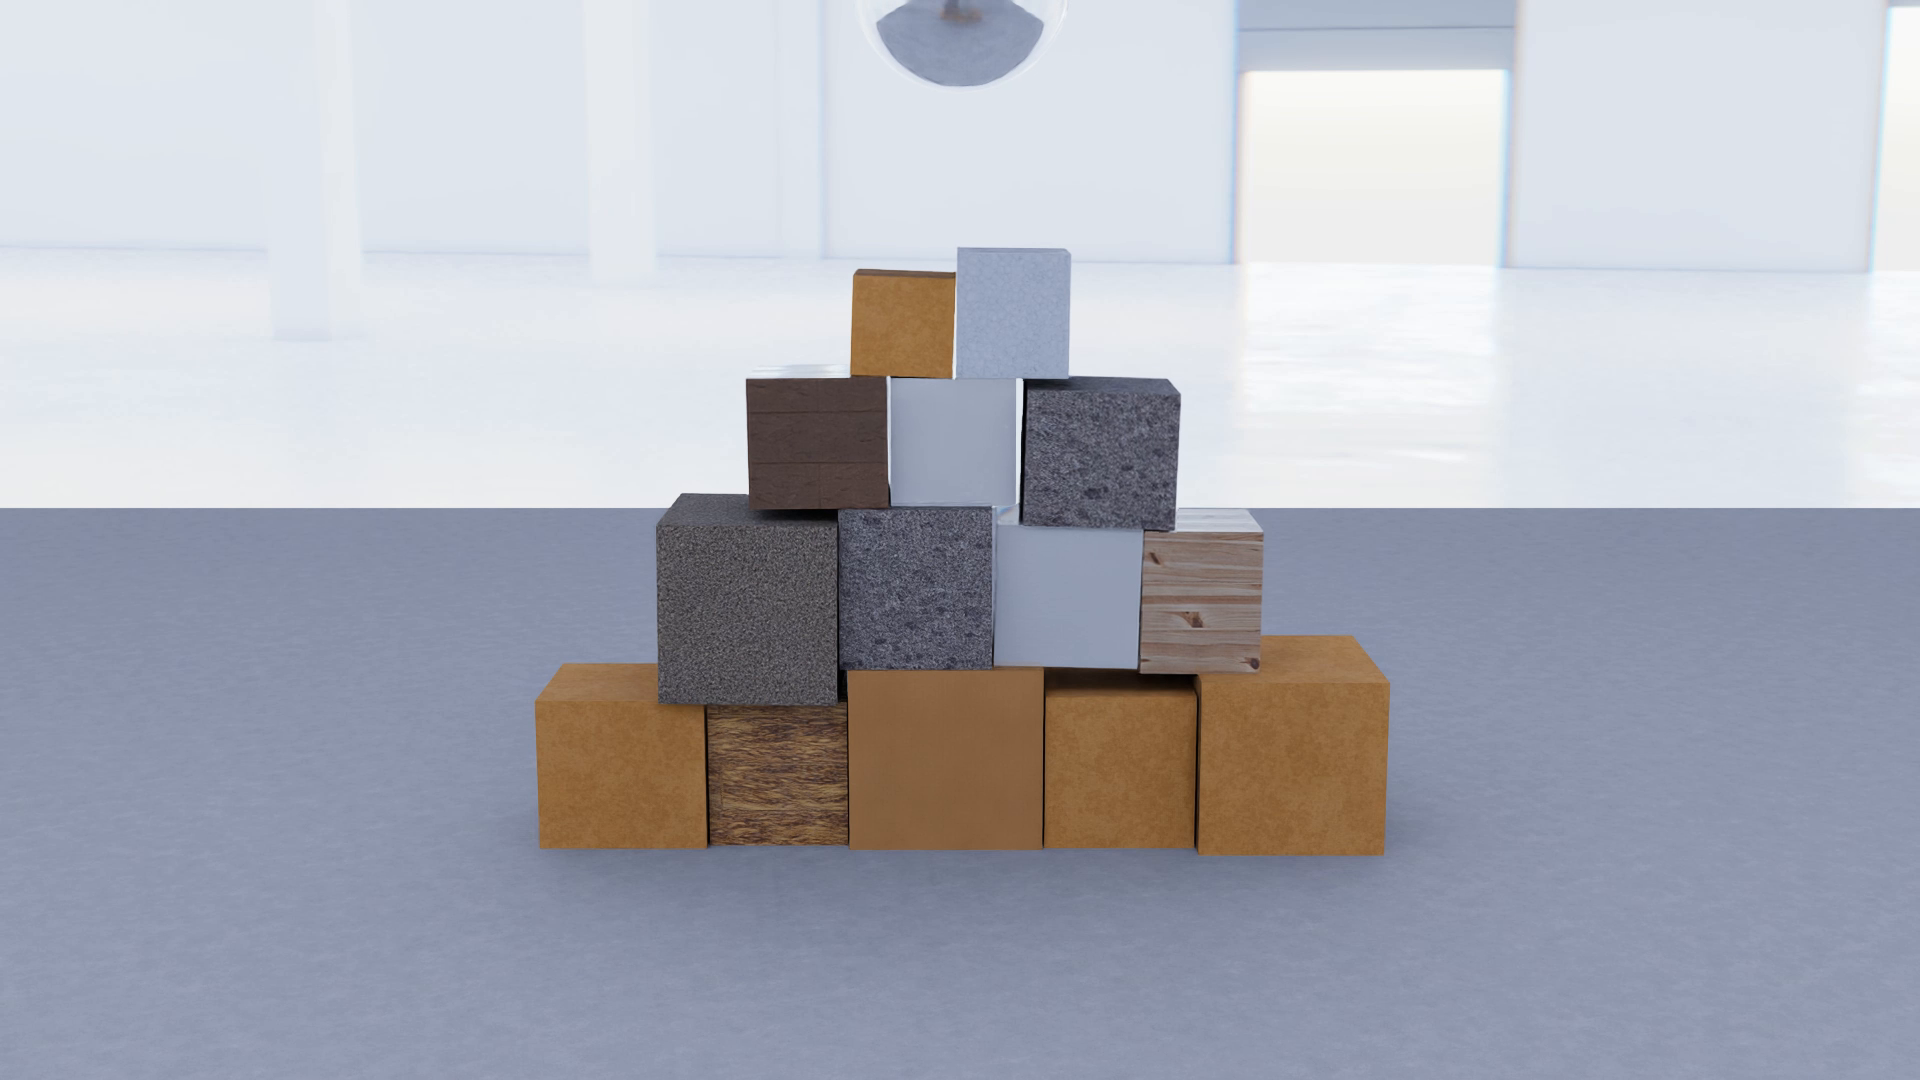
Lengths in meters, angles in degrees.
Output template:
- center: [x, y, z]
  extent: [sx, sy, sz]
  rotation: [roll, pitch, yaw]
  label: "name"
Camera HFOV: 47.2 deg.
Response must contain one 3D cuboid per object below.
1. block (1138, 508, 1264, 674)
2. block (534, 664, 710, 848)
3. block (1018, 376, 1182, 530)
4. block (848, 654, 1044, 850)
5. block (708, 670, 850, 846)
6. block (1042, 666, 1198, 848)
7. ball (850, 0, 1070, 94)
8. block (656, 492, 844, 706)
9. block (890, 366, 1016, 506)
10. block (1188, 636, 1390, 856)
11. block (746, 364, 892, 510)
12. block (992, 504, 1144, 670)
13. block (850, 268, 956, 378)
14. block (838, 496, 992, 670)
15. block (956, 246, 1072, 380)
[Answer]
- center: [1.197, 0.252, 11.228]
  extent: [0.594, 0.720, 0.683]
  rotation: [0, 10, 0]
  label: "block"
- center: [-1.690, 1.103, 11.367]
  extent: [0.838, 0.763, 0.806]
  rotation: [0, 10, 0]
  label: "block"
- center: [0.692, -0.455, 11.106]
  extent: [0.748, 0.670, 0.733]
  rotation: [2, 10, 0]
  label: "block"
- center: [-0.070, 1.021, 11.374]
  extent: [0.967, 0.922, 0.881]
  rotation: [0, 10, 0]
  label: "block"
- center: [-0.913, 1.112, 11.369]
  extent: [0.697, 0.744, 0.693]
  rotation: [0, 10, 0]
  label: "block"
- center: [0.800, 1.095, 11.364]
  extent: [0.753, 0.780, 0.780]
  rotation: [0, 10, 0]
  label: "block"
- center: [0.000, -3.986, 15.644]
  extent: [1.600, 1.600, 1.600]
  rotation: [0, 10, 0]
  label: "ball"
- center: [-1.042, 0.285, 11.242]
  extent: [0.880, 0.897, 0.988]
  rotation: [1, 10, 0]
  label: "block"
- center: [-0.031, -0.529, 11.079]
  extent: [0.618, 0.634, 0.561]
  rotation: [0, 10, 0]
  label: "block"
- center: [1.648, 1.041, 11.378]
  extent: [0.922, 0.882, 1.057]
  rotation: [0, 10, 0]
  label: "block"
- center: [-0.696, -0.530, 11.068]
  extent: [0.685, 0.644, 0.680]
  rotation: [-1, 10, 0]
  label: "block"
- center: [0.535, 0.224, 11.209]
  extent: [0.715, 0.711, 0.657]
  rotation: [2, 10, 0]
  label: "block"
- center: [-0.279, -1.088, 10.981]
  extent: [0.501, 0.483, 0.577]
  rotation: [2, 10, 0]
  label: "block"
- center: [-0.219, 0.172, 11.229]
  extent: [0.754, 0.799, 0.848]
  rotation: [0, 10, 0]
  label: "block"
- center: [0.259, -1.140, 10.978]
  extent: [0.553, 0.606, 0.596]
  rotation: [1, 10, 0]
  label: "block"
